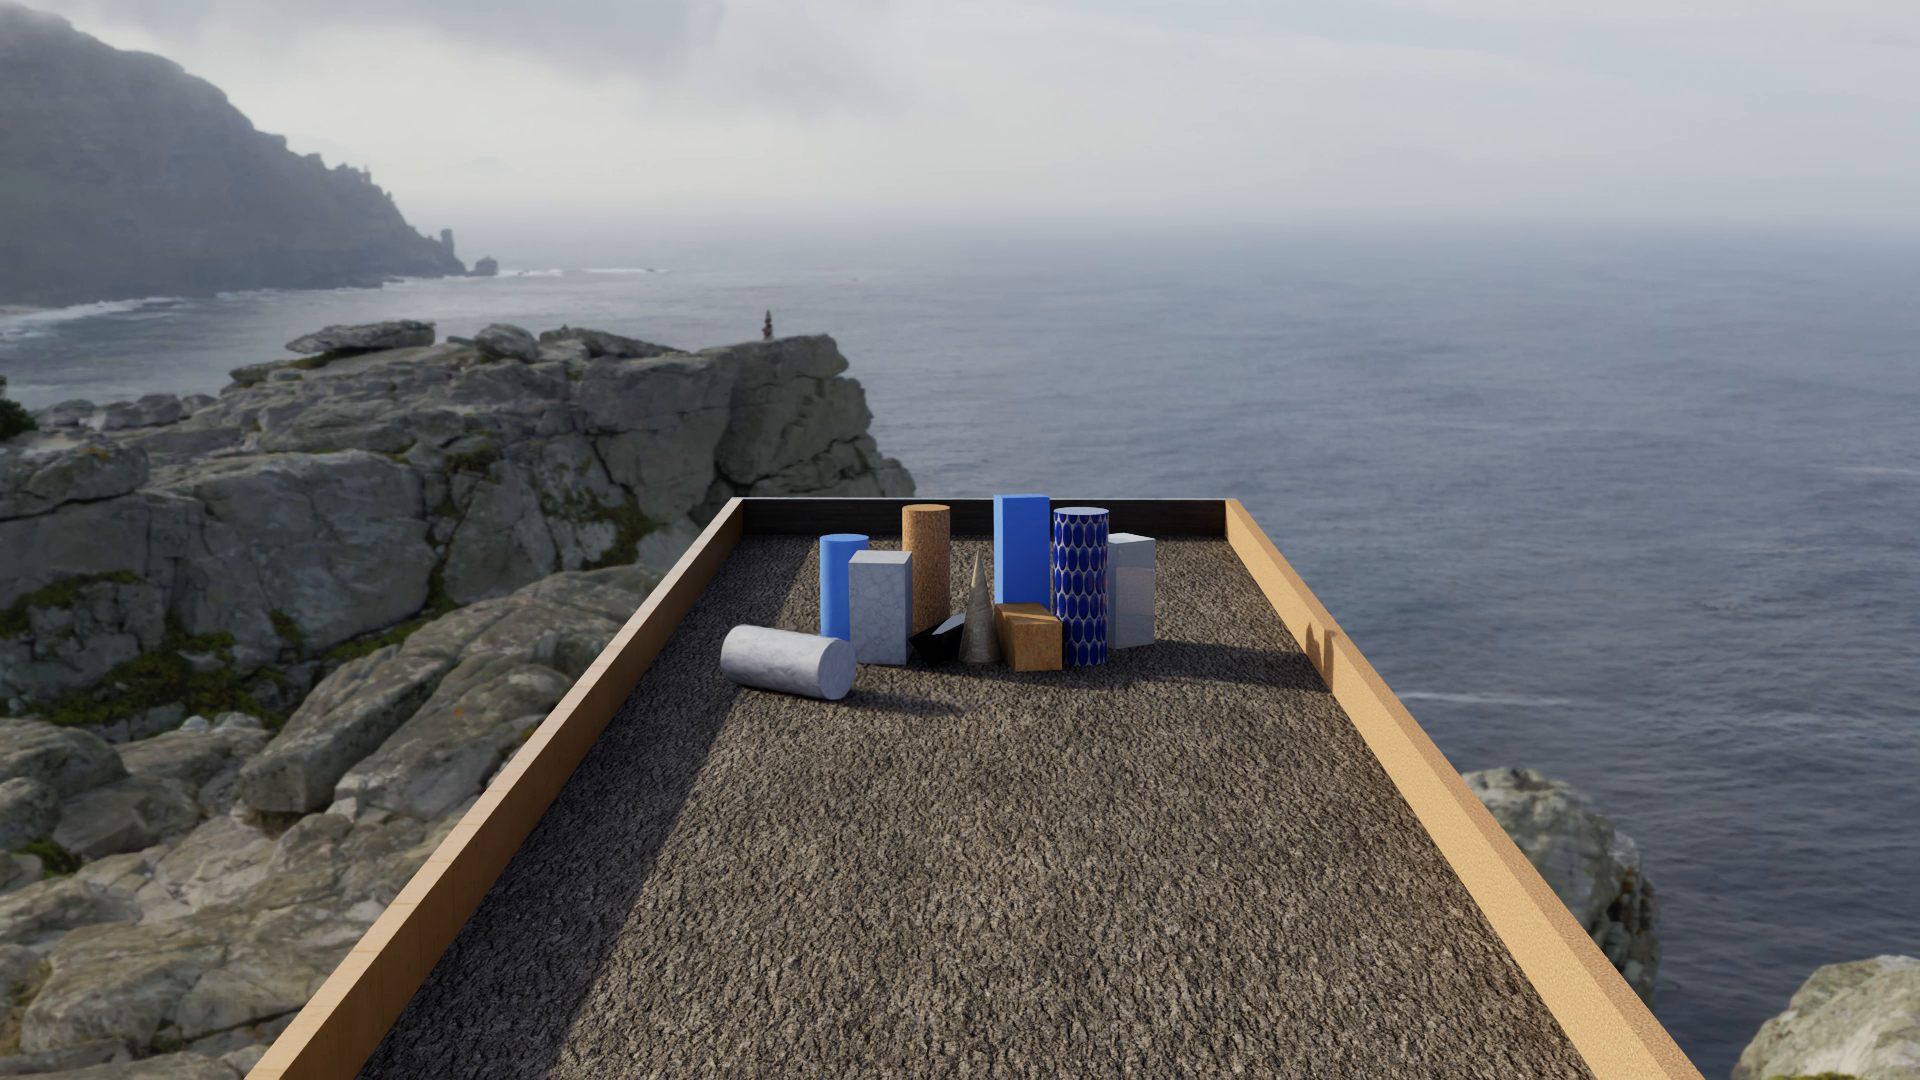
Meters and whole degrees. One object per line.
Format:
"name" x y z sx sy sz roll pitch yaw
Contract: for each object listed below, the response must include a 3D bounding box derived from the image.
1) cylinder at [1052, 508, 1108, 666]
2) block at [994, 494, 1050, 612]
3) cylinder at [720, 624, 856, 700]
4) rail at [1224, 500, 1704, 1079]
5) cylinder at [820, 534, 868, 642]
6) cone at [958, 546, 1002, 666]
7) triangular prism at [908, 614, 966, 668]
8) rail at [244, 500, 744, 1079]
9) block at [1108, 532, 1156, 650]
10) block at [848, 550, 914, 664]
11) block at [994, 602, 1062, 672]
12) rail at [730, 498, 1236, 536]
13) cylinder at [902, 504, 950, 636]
"cylinder" 0.366 0.139 6.665 0.167 0.459 0.167 0 9 0
"block" 0.196 0.090 6.948 0.150 0.460 0.150 -1 6 -9
"cylinder" -0.490 0.346 6.273 0.362 0.172 0.172 7 11 36
"rail" 1.046 0.843 3.208 0.050 0.150 12.000 0 9 1
"cylinder" -0.364 0.158 6.944 0.154 0.335 0.154 0 9 0
"cone" 0.059 0.190 6.668 0.140 0.355 0.140 -1 9 0
"triangular prism" -0.017 0.283 6.753 0.097 0.112 0.385 -41 -7 22
"rail" -1.004 0.839 3.234 0.050 0.150 12.000 0 9 1
"block" 0.504 0.159 6.938 0.156 0.334 0.156 -6 11 -34
"block" -0.239 0.204 6.698 0.170 0.312 0.170 1 12 6
"block" 0.205 0.293 6.711 0.142 0.142 0.345 -2 9 -10
"rail" 0.099 -0.098 9.147 2.100 0.150 0.050 0 9 1
"cylinder" -0.105 0.113 6.910 0.149 0.434 0.149 0 9 0
